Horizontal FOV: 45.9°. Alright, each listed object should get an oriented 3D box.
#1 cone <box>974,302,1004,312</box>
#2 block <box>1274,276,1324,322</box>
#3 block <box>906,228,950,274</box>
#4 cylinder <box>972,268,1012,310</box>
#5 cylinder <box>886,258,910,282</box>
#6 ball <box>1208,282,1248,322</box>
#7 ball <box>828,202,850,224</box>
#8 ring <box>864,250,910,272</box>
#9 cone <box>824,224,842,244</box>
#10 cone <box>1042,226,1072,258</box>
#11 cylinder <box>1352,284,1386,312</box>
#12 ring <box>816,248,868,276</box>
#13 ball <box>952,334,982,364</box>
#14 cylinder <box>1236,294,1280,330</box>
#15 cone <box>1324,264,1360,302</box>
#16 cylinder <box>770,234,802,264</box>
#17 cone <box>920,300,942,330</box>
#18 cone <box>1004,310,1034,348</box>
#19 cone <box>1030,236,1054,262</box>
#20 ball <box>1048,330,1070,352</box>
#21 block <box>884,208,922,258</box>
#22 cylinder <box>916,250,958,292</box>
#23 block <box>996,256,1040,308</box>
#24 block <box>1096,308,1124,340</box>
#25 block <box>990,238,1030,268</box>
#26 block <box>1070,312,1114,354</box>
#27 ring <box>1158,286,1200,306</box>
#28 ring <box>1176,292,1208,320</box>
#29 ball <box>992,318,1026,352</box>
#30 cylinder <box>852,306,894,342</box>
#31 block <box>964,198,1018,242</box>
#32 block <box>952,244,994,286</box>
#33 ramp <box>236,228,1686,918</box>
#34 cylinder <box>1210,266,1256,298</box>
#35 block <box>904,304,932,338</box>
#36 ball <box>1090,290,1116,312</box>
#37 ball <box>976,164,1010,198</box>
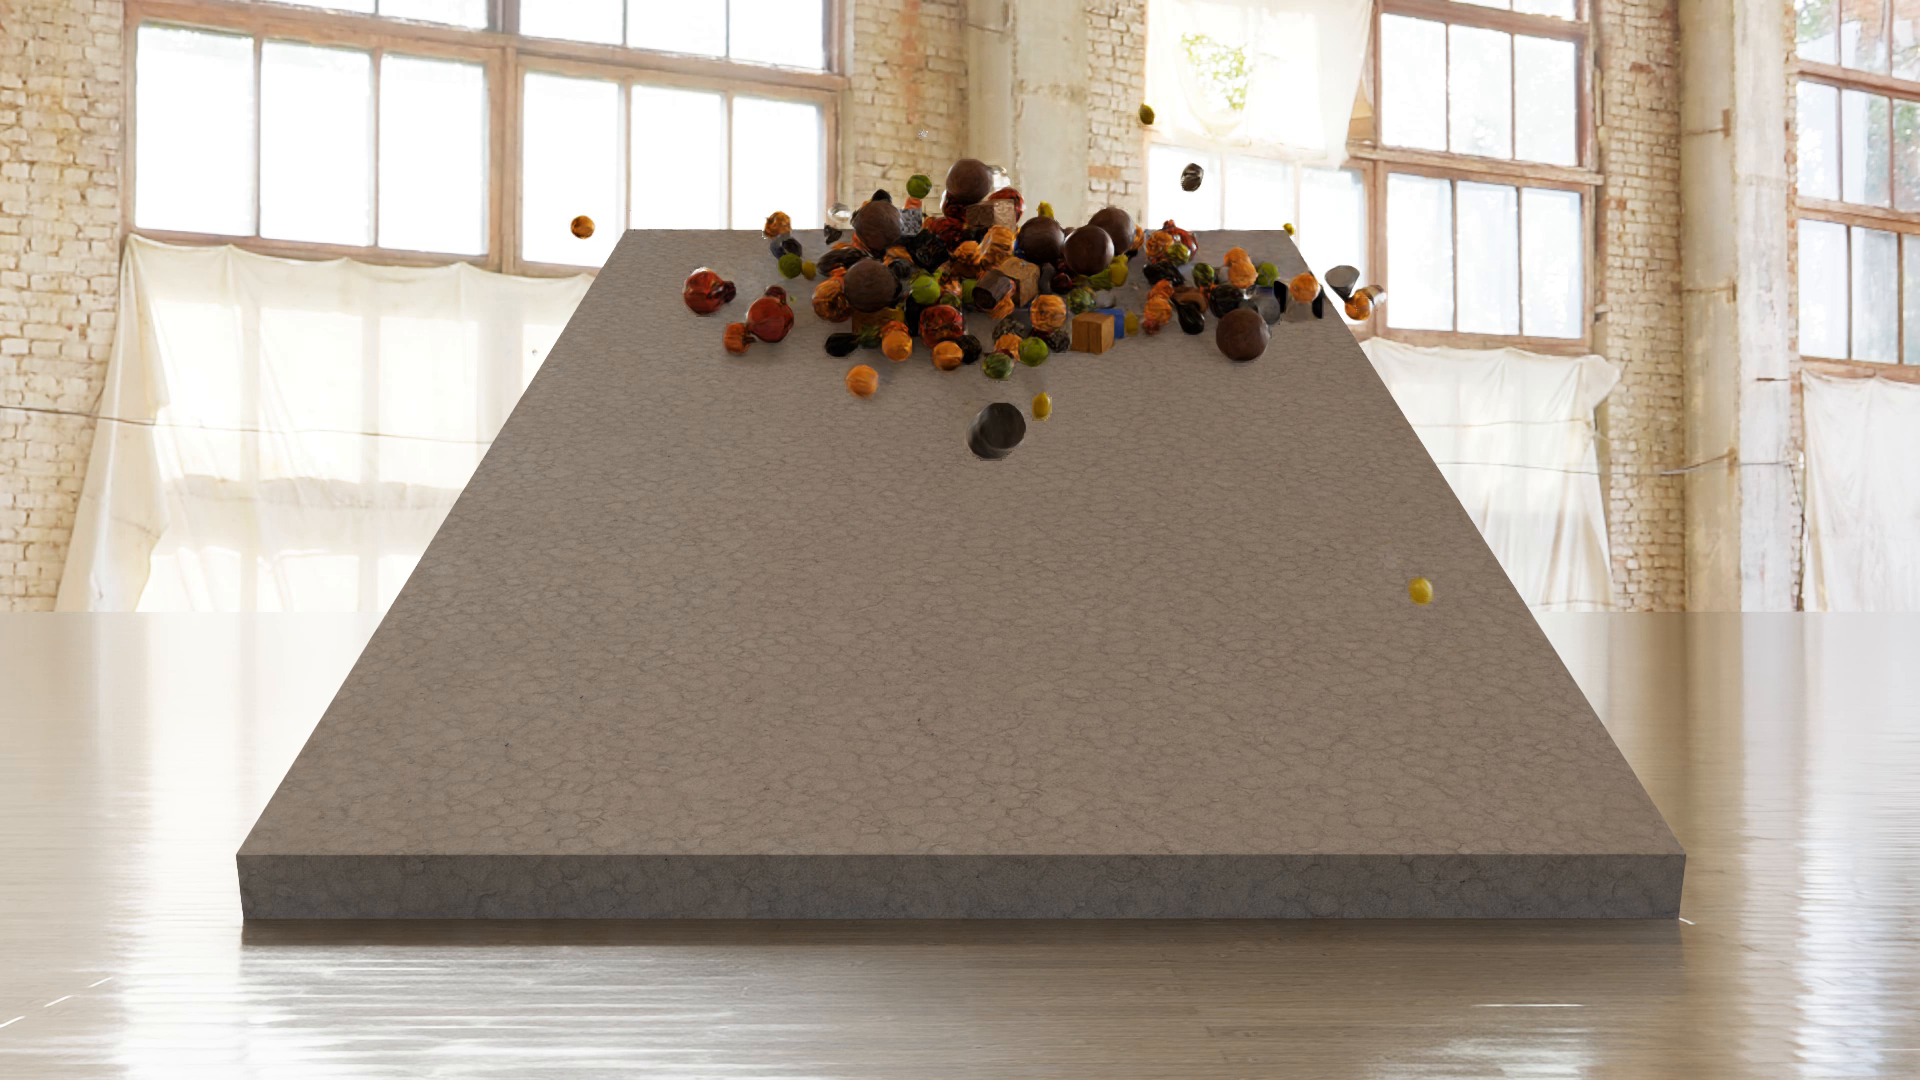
[{"bbox_3d":[0.076,-0.650,5.967,0.080,0.080,0.080,0,20,0],"label":"cone"},{"bbox_3d":[0.876,-0.623,5.877,0.092,0.092,0.092,-8,22,-20],"label":"block"},{"bbox_3d":[-0.084,-0.745,5.854,0.071,0.071,0.071,39,-13,44],"label":"block"},{"bbox_3d":[0.080,-0.631,5.710,0.073,0.073,0.073,-2,41,49],"label":"cylinder"},{"bbox_3d":[-0.165,-0.721,6.058,0.055,0.055,0.055,0,14,12],"label":"cylinder"},{"bbox_3d":[0.690,-0.613,5.839,0.099,0.099,0.099,0,-2,0],"label":"ball"},{"bbox_3d":[-0.341,-0.926,6.427,0.060,0.060,0.060,0,-2,0],"label":"ball"},{"bbox_3d":[-0.211,-0.785,6.382,0.143,0.048,0.143,1,19,0],"label":"ring"},{"bbox_3d":[-0.369,-0.872,6.387,0.055,0.055,0.055,-32,-13,-8],"label":"cone"},{"bbox_3d":[0.291,-0.838,6.525,0.096,0.096,0.096,45,17,20],"label":"cone"},{"bbox_3d":[1.079,-0.638,5.981,0.063,0.063,0.063,-1,13,40],"label":"cylinder"},{"bbox_3d":[-0.317,-0.750,6.129,0.143,0.048,0.143,-13,-8,-2],"label":"ring"},{"bbox_3d":[0.017,-0.458,5.445,0.071,0.071,0.071,0,-2,0],"label":"ball"},{"bbox_3d":[0.761,-0.582,5.782,0.078,0.078,0.078,-15,7,-36],"label":"cylinder"},{"bbox_3d":[0.993,-0.647,5.867,0.092,0.092,0.092,-1,-46,19],"label":"cone"},{"bbox_3d":[-0.495,-0.830,6.463,0.073,0.073,0.073,1,19,-23],"label":"cylinder"},{"bbox_3d":[-0.077,-0.557,5.777,0.078,0.078,0.078,32,3,7],"label":"cone"},{"bbox_3d":[0.158,-0.505,5.625,0.093,0.093,0.093,-17,-39,-14],"label":"cone"},{"bbox_3d":[0.221,-0.818,6.495,0.072,0.072,0.072,16,-39,14],"label":"cone"},{"bbox_3d":[0.242,-0.488,5.562,0.054,0.054,0.054,0,-2,0],"label":"ball"},{"bbox_3d":[-0.155,-0.844,6.246,0.096,0.096,0.096,3,-35,2],"label":"block"},{"bbox_3d":[-0.062,-0.729,6.099,0.088,0.088,0.088,18,-15,5],"label":"cylinder"},{"bbox_3d":[0.148,-0.681,5.983,0.087,0.087,0.087,25,44,27],"label":"block"},{"bbox_3d":[0.375,-0.542,5.696,0.064,0.064,0.064,-1,20,-3],"label":"block"},{"bbox_3d":[0.138,-0.781,6.306,0.091,0.091,0.091,6,21,16],"label":"block"},{"bbox_3d":[0.327,-0.509,5.582,0.080,0.080,0.080,10,22,25],"label":"block"},{"bbox_3d":[0.582,-0.646,6.017,0.111,0.037,0.111,-4,21,1],"label":"ring"},{"bbox_3d":[0.587,-0.592,5.739,0.077,0.077,0.026,0,40,-5],"label":"ring"},{"bbox_3d":[0.122,-0.500,5.550,0.084,0.084,0.084,0,-2,0],"label":"ball"},{"bbox_3d":[-0.219,-0.539,5.655,0.084,0.084,0.084,-7,1,-19],"label":"cylinder"},{"bbox_3d":[0.089,-0.900,6.376,0.099,0.099,0.099,0,17,35],"label":"block"},{"bbox_3d":[0.035,-0.753,6.219,0.087,0.087,0.087,10,31,25],"label":"block"},{"bbox_3d":[-0.005,-0.208,5.021,2.000,0.100,4.000,0,20,0],"label":"ramp"},{"bbox_3d":[0.723,-0.674,6.011,0.096,0.096,0.096,10,2,24],"label":"cylinder"},{"bbox_3d":[-0.104,-0.553,5.715,0.069,0.069,0.069,-1,20,-3],"label":"block"},{"bbox_3d":[0.371,-0.614,5.883,0.070,0.070,0.070,0,-2,0],"label":"ball"},{"bbox_3d":[0.097,-1.065,6.730,0.099,0.099,0.099,0,-2,0],"label":"ball"}]
